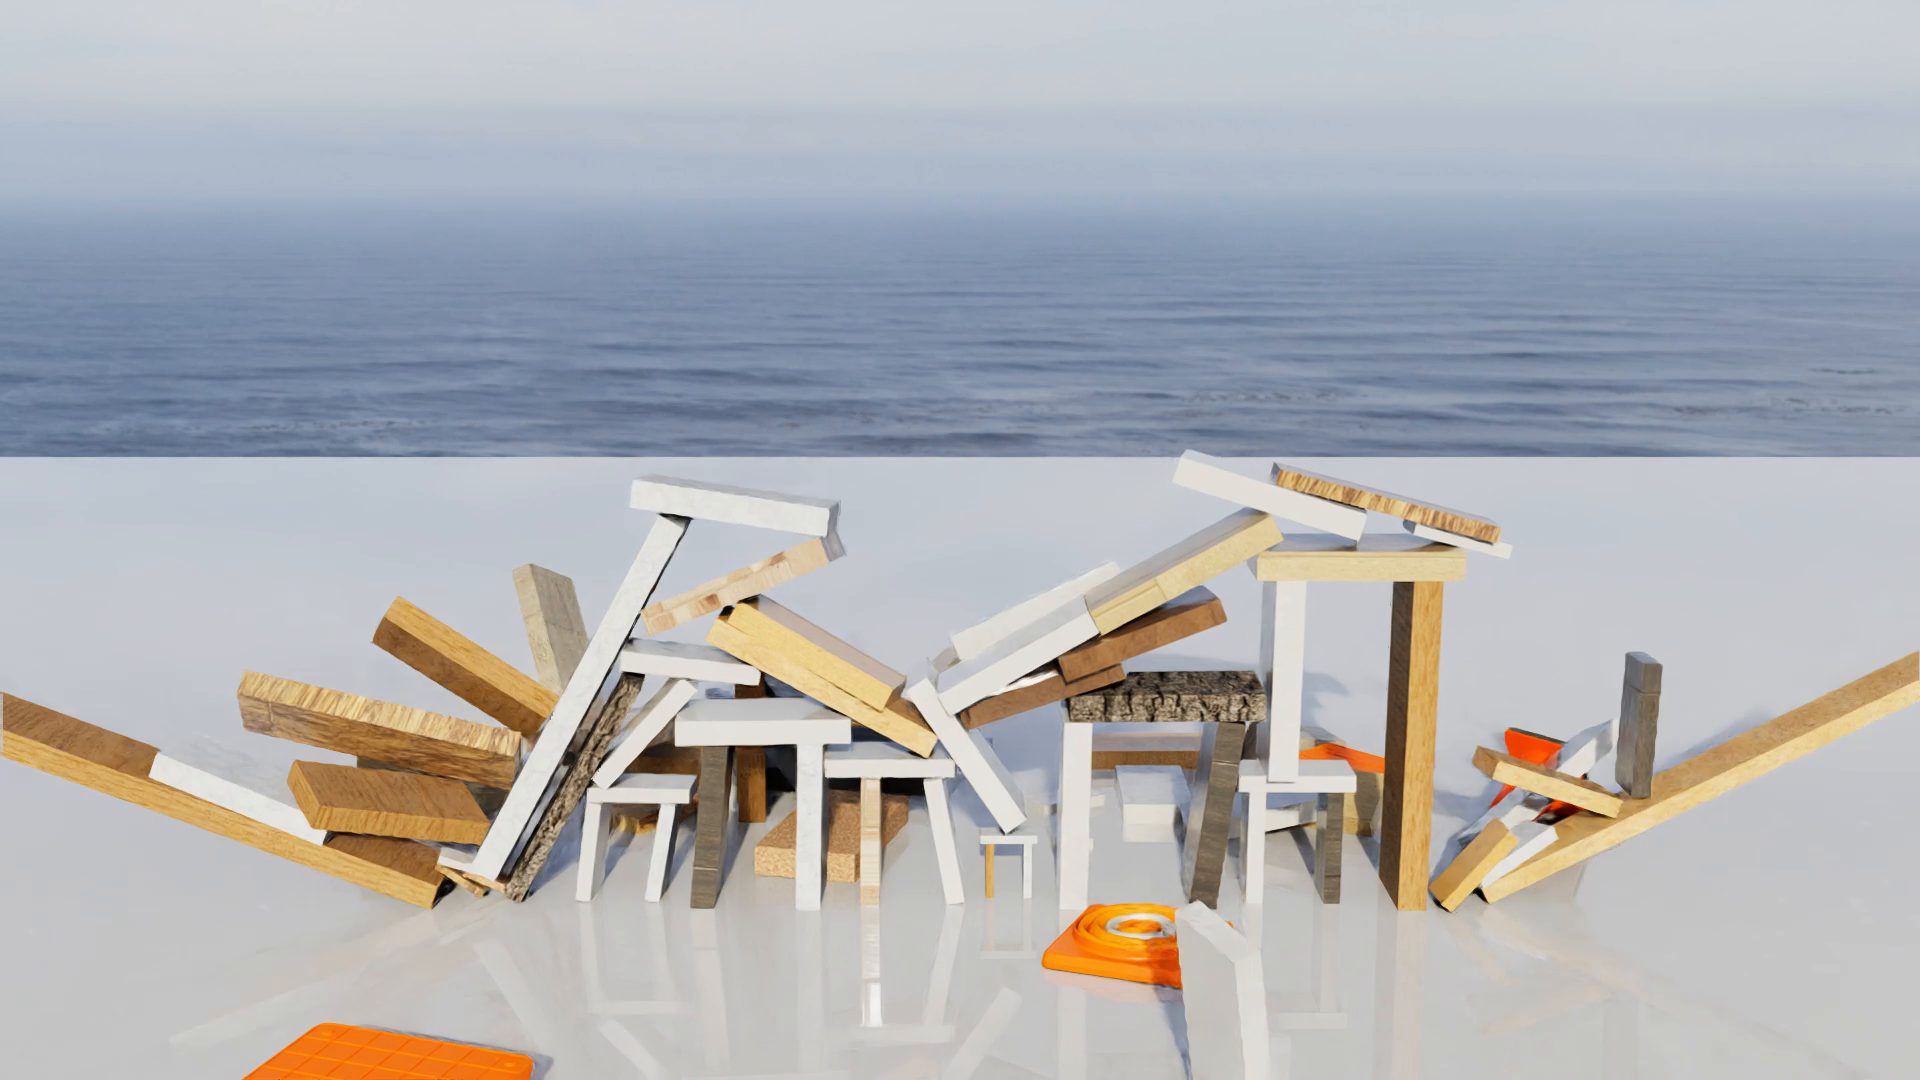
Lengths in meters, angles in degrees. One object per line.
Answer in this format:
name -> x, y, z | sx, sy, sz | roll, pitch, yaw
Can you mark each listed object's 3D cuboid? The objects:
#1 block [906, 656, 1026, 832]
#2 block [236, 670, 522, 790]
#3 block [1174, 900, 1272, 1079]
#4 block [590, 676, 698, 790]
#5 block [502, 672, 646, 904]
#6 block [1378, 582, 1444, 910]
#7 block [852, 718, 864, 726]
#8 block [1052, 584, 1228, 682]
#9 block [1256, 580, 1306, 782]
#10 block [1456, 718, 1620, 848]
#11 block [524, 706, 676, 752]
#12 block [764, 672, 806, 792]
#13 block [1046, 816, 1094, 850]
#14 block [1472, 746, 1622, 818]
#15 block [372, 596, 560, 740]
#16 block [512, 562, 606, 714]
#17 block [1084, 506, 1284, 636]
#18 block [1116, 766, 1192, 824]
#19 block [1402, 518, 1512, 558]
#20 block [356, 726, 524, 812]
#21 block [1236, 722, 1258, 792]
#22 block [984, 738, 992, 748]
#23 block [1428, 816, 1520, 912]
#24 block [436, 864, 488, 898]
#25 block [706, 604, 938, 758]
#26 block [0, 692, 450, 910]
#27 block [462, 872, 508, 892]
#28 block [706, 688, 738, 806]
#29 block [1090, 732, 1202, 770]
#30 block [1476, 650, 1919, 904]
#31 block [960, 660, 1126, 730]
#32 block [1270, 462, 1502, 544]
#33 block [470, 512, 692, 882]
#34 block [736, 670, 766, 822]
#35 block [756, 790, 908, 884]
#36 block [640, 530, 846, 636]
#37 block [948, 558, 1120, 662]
block -> 0.009, 0.334, 3.612 | 0.041, 0.288, 0.144 | -34, 9, 5
block -> -0.944, 0.313, 3.591 | 0.449, 0.042, 0.150 | 14, -30, -5
block -> 0.336, 0.605, 2.787 | 0.038, 0.270, 0.135 | -20, 28, -22
block -> -0.518, 0.305, 3.621 | 0.032, 0.225, 0.113 | 42, 4, -11
block -> -0.636, 0.399, 3.628 | 0.032, 0.418, 0.113 | 29, 10, -9
block -> 0.741, 0.320, 3.619 | 0.047, 0.548, 0.165 | 1, 11, 0
block -> -0.177, 0.381, 4.561 | 0.146, 0.041, 0.292 | 1, 2, 9
block -> 0.282, 0.148, 3.528 | 0.273, 0.039, 0.136 | -20, 10, -2
block -> 0.524, 0.212, 3.600 | 0.047, 0.330, 0.165 | 1, 11, 0
block -> 1.023, 0.433, 3.862 | 0.331, 0.036, 0.127 | -36, -4, -21
block -> -0.701, 0.377, 4.379 | 0.330, 0.047, 0.165 | -4, 10, 42
block -> -0.329, 0.340, 4.088 | 0.041, 0.328, 0.146 | -31, 57, -19
block -> 0.197, 0.527, 3.958 | 0.068, 0.019, 0.137 | -1, 11, -4
block -> 0.973, 0.401, 3.652 | 0.222, 0.031, 0.111 | 18, 6, -7
block -> -0.805, 0.210, 3.574 | 0.302, 0.043, 0.151 | 33, -27, -9
block -> -0.852, 0.223, 4.687 | 0.047, 0.330, 0.165 | -25, -21, 16
block -> 0.358, 0.043, 3.550 | 0.324, 0.043, 0.153 | -28, 9, 5
block -> 0.365, 0.480, 4.163 | 0.127, 0.036, 0.255 | 0, 11, 1
block -> 0.805, -0.007, 3.562 | 0.161, 0.023, 0.081 | 14, 10, -5
block -> -0.966, 0.433, 4.092 | 0.300, 0.150, 0.042 | -3, 16, -14
block -> 0.566, 0.420, 4.212 | 0.091, 0.026, 0.183 | 7, 50, 43
block -> 0.024, 0.429, 4.483 | 0.068, 0.019, 0.137 | 1, 11, 7
block -> 0.842, 0.532, 3.607 | 0.023, 0.161, 0.081 | 40, 7, -9
block -> -0.829, 0.559, 3.662 | 0.091, 0.013, 0.045 | 35, 8, -7
block -> -0.221, 0.229, 3.611 | 0.405, 0.041, 0.144 | 28, 7, -3
block -> -1.378, 0.373, 3.616 | 1.115, 0.043, 0.151 | 21, 9, -5
block -> -0.782, 0.564, 3.671 | 0.091, 0.013, 0.045 | 23, 10, -8
block -> -0.451, 0.391, 4.150 | 0.029, 0.208, 0.104 | -2, 6, -25
block -> 0.426, 0.426, 4.446 | 0.347, 0.038, 0.135 | 0, 11, -1
block -> 1.309, 0.353, 3.631 | 1.001, 0.031, 0.111 | -27, 9, 5
block -> 0.136, 0.232, 3.590 | 0.273, 0.039, 0.136 | -19, 10, 9
block -> 0.684, -0.061, 3.543 | 0.366, 0.026, 0.091 | 15, 10, -1
block -> -0.623, 0.249, 3.631 | 0.045, 0.664, 0.159 | 28, 7, -5
block -> -0.374, 0.352, 3.941 | 0.050, 0.177, 0.354 | -1, -31, -5
block -> -0.223, 0.521, 3.904 | 0.177, 0.050, 0.354 | 3, 11, 13
block -> -0.351, 0.069, 3.583 | 0.318, 0.045, 0.159 | -22, 2, 8
block -> 0.152, 0.166, 3.716 | 0.307, 0.153, 0.043 | -25, 7, -2
